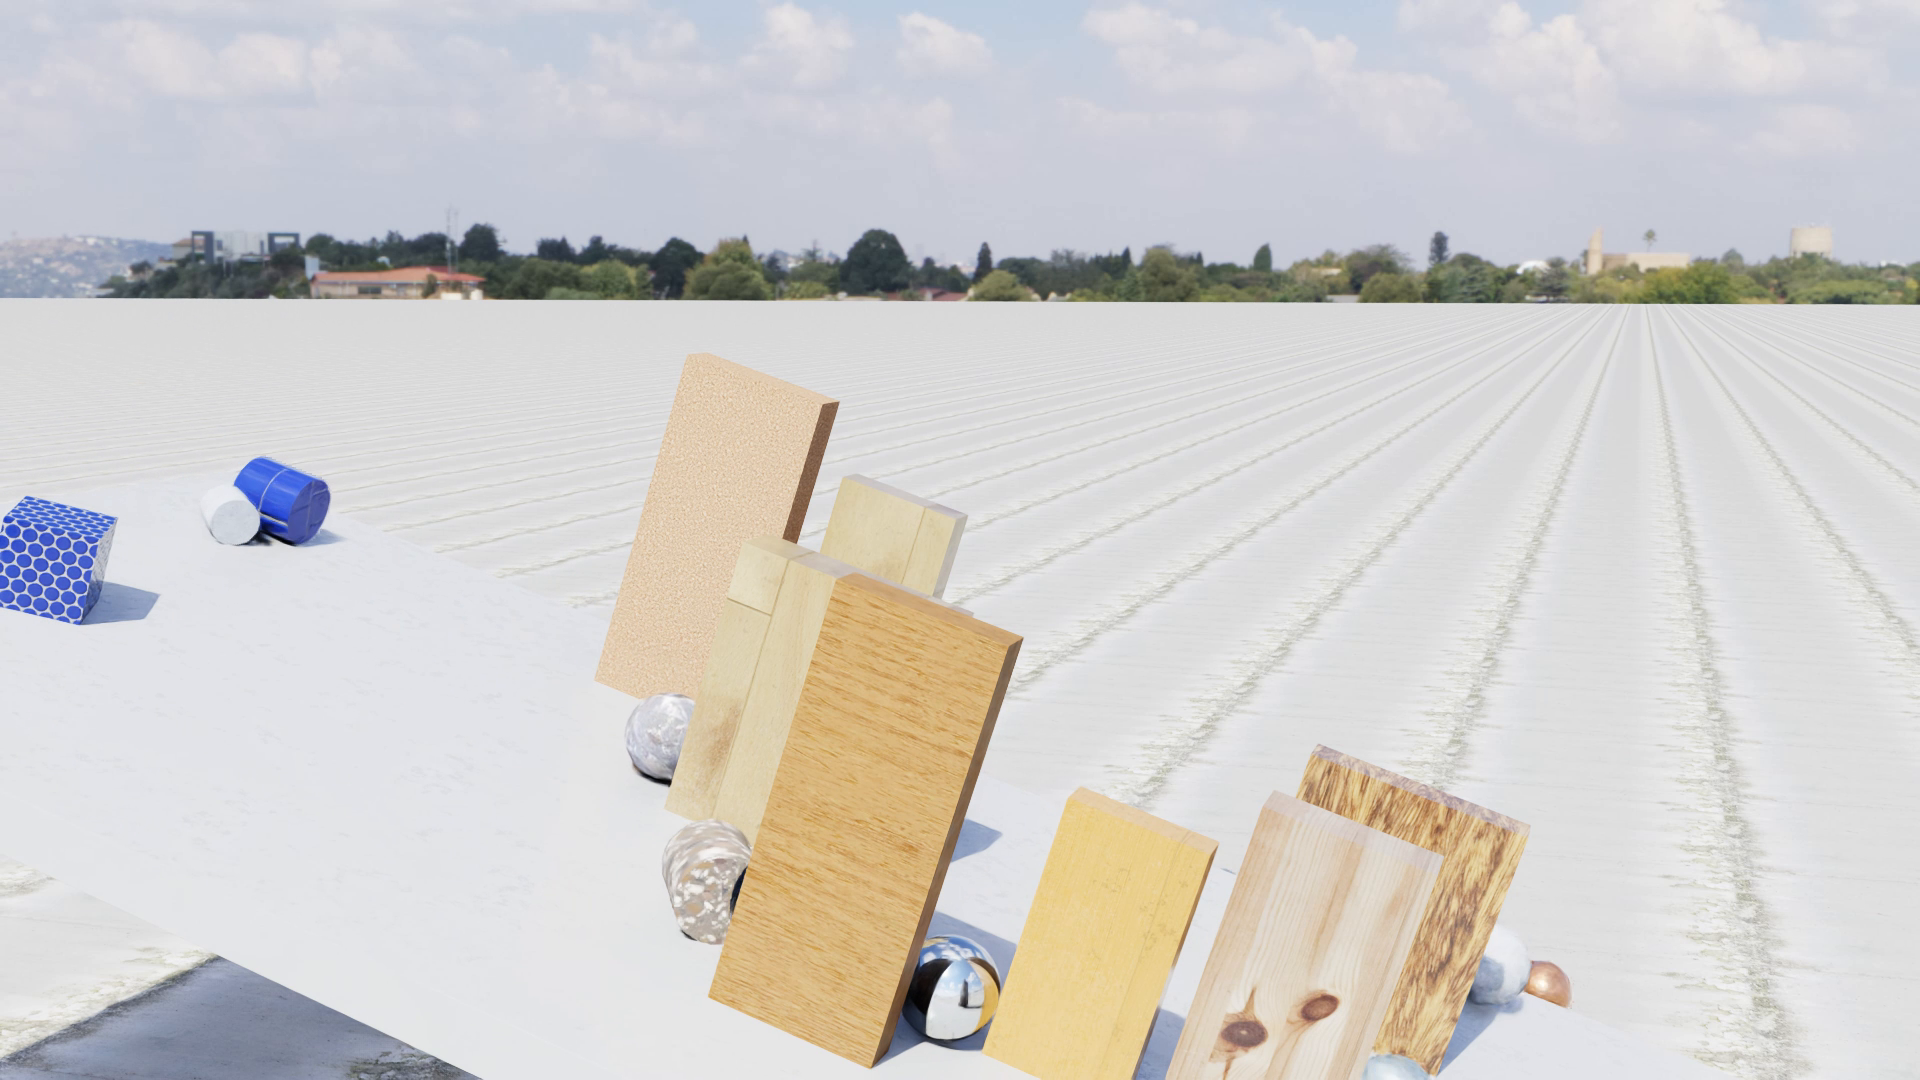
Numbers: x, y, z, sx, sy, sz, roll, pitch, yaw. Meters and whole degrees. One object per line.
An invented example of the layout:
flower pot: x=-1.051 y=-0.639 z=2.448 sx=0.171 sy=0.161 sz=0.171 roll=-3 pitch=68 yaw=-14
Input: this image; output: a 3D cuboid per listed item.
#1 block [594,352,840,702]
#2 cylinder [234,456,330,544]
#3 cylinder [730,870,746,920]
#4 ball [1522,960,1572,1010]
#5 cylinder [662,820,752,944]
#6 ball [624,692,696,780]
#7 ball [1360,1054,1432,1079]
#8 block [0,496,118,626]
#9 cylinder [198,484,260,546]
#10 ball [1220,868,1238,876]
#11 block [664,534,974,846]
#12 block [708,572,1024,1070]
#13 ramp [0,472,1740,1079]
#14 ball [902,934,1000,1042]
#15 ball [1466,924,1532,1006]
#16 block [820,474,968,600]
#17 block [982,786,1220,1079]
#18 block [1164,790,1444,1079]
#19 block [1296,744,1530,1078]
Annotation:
block: x=-0.540 y=0.006 z=4.854 sx=0.328 sy=0.768 sz=0.109 roll=21 pitch=12 yaw=14
cylinder: x=-1.616 y=-0.093 z=5.223 sx=0.163 sy=0.163 sz=0.163 roll=21 pitch=12 yaw=14
cylinder: x=-0.284 y=0.620 z=3.705 sx=0.147 sy=0.147 sz=0.147 roll=3 pitch=7 yaw=39
ball: x=1.315 y=1.021 z=4.983 sx=0.138 sy=0.138 sz=0.138 roll=0 pitch=7 yaw=0
cylinder: x=-0.428 y=0.593 z=3.822 sx=0.162 sy=0.162 sz=0.162 roll=-2 pitch=17 yaw=-15
ball: x=-0.589 y=0.397 z=4.445 sx=0.176 sy=0.176 sz=0.176 roll=0 pitch=7 yaw=0
ball: x=0.749 y=0.972 z=3.820 sx=0.155 sy=0.155 sz=0.155 roll=0 pitch=7 yaw=0
block: x=-1.788 y=0.039 z=4.333 sx=0.178 sy=0.178 sz=0.178 roll=15 pitch=12 yaw=-13
cylinder: x=-1.689 y=-0.058 z=5.084 sx=0.111 sy=0.111 sz=0.111 roll=-4 pitch=22 yaw=-32
ball: x=0.753 y=1.018 z=6.359 sx=0.137 sy=0.137 sz=0.137 roll=0 pitch=7 yaw=0
block: x=-0.276 y=0.333 z=4.255 sx=0.441 sy=0.560 sz=0.135 roll=21 pitch=12 yaw=14
block: x=-0.155 y=0.446 z=3.497 sx=0.294 sy=0.729 sz=0.088 roll=21 pitch=12 yaw=14
ramp: x=-0.355 y=0.668 z=4.224 sx=4.000 sy=0.100 sz=2.000 roll=21 pitch=12 yaw=14
ball: x=-0.020 y=0.747 z=3.673 sx=0.176 sy=0.176 sz=0.176 roll=0 pitch=7 yaw=0
ball: x=1.120 y=0.898 z=4.657 sx=0.173 sy=0.173 sz=0.173 roll=0 pitch=7 yaw=0
block: x=-0.209 y=0.183 z=4.937 sx=0.277 sy=0.601 sz=0.093 roll=21 pitch=12 yaw=14
block: x=0.231 y=0.677 z=3.640 sx=0.248 sy=0.471 sz=0.084 roll=21 pitch=12 yaw=14
block: x=0.428 y=0.732 z=3.062 sx=0.246 sy=0.720 sz=0.102 roll=21 pitch=12 yaw=14
block: x=0.802 y=0.710 z=4.237 sx=0.427 sy=0.504 sz=0.100 roll=21 pitch=12 yaw=14
